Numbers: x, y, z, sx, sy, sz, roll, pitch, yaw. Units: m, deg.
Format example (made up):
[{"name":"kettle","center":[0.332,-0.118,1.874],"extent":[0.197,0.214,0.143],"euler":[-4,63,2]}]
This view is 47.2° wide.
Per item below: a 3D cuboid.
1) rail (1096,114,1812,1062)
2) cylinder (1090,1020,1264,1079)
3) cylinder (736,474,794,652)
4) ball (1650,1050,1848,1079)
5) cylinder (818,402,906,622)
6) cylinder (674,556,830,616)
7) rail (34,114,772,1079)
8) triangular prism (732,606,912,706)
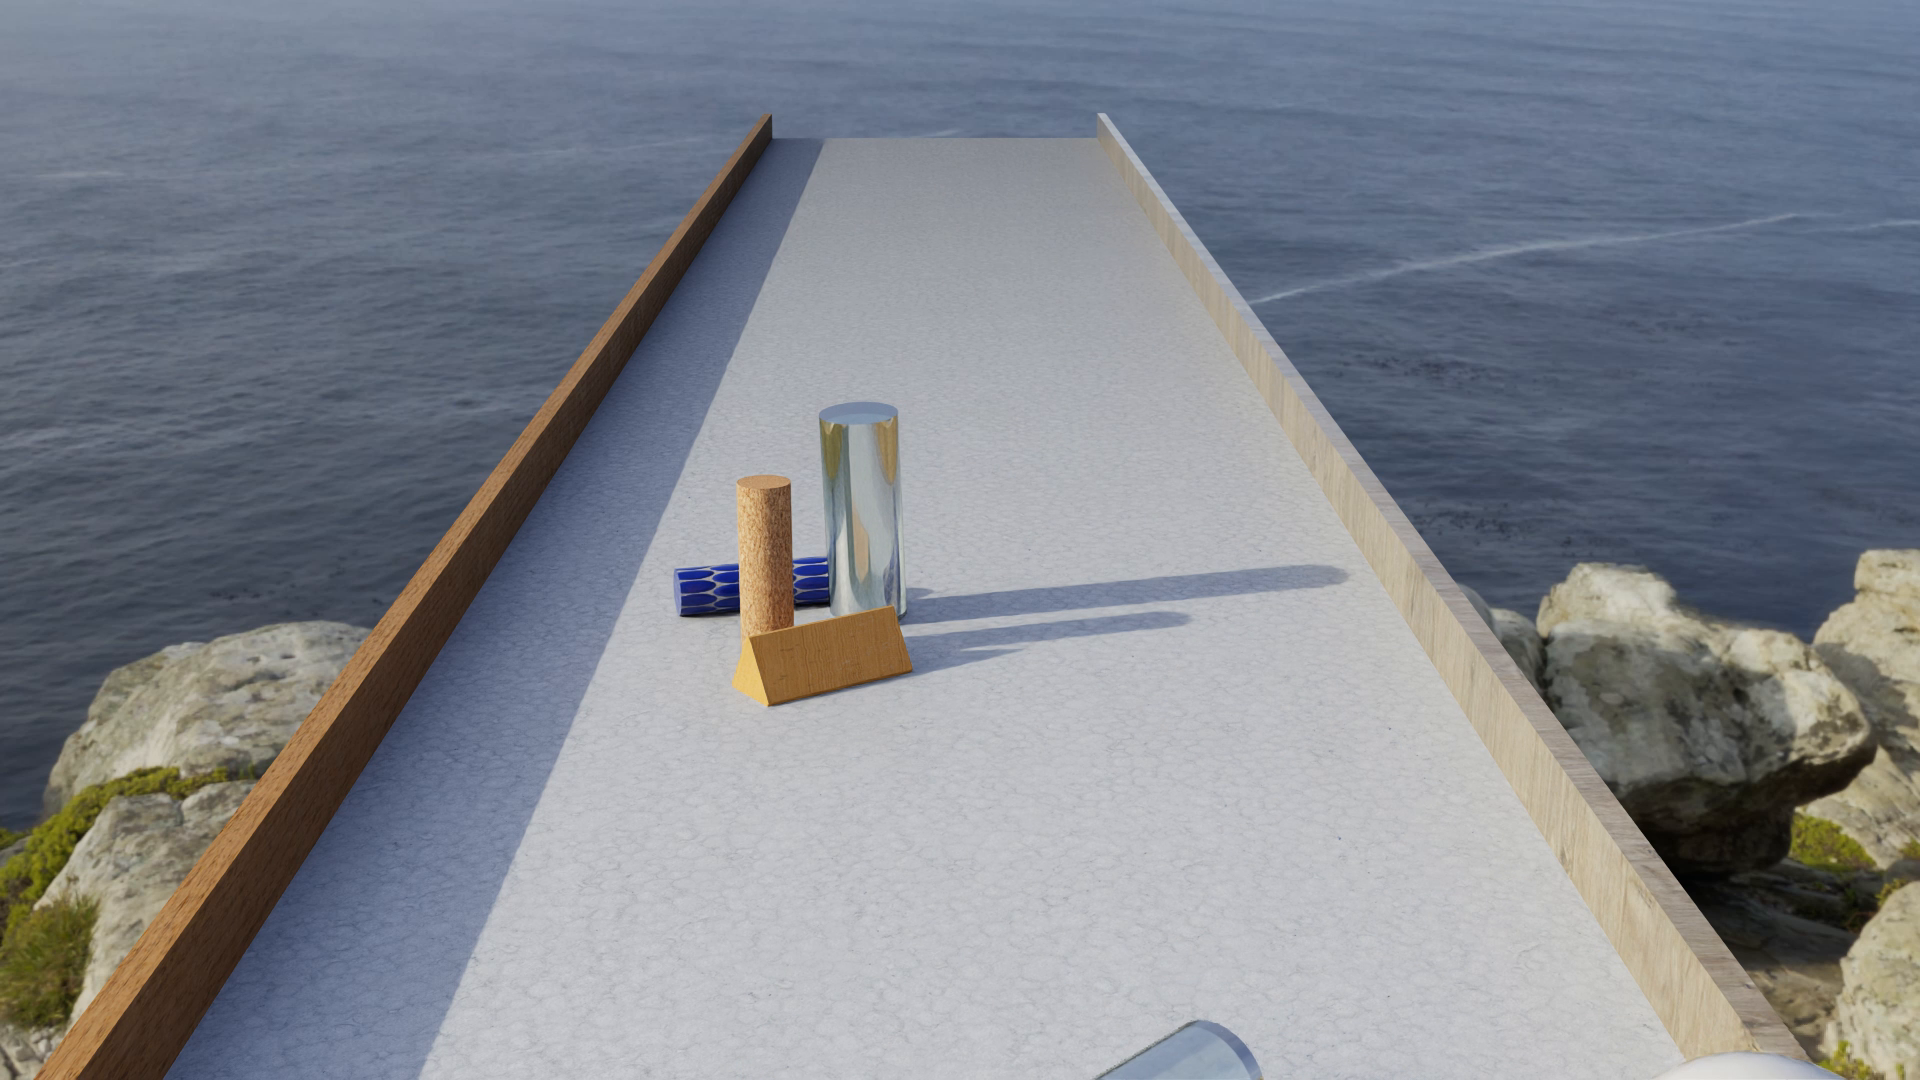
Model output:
[{"name":"rail","center":[0.932,-0.844,7.801],"extent":[0.050,0.150,12.000],"euler":[0,17,-1]},{"name":"cylinder","center":[0.162,0.713,2.559],"extent":[0.154,0.154,0.449],"euler":[15,22,41]},{"name":"cylinder","center":[-0.385,0.063,4.365],"extent":[0.106,0.370,0.106],"euler":[0,17,0]},{"name":"ball","center":[0.800,0.691,2.197],"extent":[0.352,0.352,0.352],"euler":[0,17,0]},{"name":"cylinder","center":[-0.202,-0.053,4.605],"extent":[0.164,0.445,0.164],"euler":[-2,20,1]},{"name":"cylinder","center":[-0.442,0.097,4.723],"extent":[0.333,0.101,0.101],"euler":[-5,17,-16]},{"name":"rail","center":[-1.118,-0.838,7.780],"extent":[0.050,0.150,12.000],"euler":[0,17,-1]},{"name":"triangular prism","center":[-0.268,0.213,4.290],"extent":[0.330,0.118,0.137],"euler":[-11,20,-34]}]
